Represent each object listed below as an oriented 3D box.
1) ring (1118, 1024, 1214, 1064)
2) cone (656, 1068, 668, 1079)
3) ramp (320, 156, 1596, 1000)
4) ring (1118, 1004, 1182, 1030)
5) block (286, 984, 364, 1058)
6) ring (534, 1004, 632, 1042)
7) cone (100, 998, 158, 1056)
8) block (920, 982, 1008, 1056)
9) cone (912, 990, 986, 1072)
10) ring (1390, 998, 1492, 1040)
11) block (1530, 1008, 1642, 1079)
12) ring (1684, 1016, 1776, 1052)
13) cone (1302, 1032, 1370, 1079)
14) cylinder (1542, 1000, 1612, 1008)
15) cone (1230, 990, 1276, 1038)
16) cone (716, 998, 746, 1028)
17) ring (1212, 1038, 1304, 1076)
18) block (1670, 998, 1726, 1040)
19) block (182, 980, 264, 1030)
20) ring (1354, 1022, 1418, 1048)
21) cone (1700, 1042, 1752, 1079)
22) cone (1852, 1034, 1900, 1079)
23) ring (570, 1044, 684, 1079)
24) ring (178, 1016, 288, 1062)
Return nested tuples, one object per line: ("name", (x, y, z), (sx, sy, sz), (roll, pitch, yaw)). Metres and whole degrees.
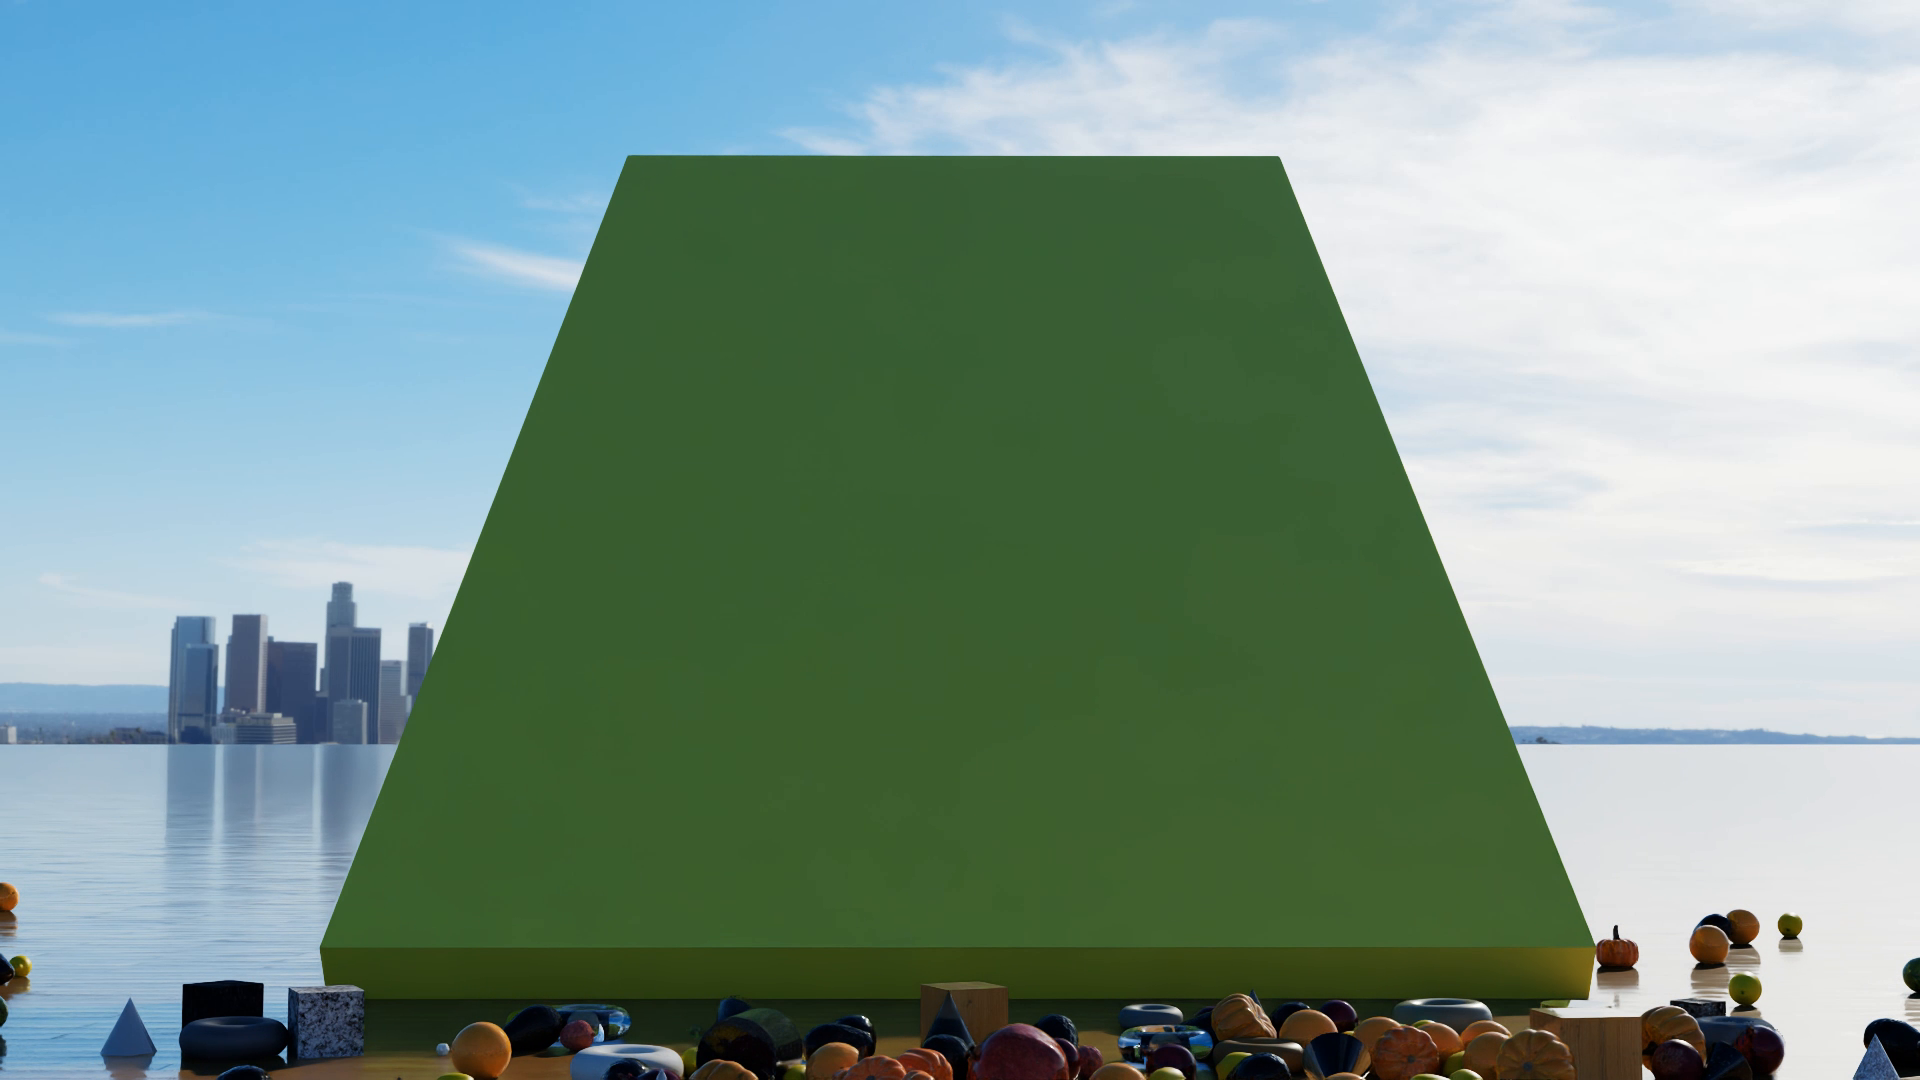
("ring", (0.263, 0.647, 3.039), (0.123, 0.041, 0.123), (-1, -5, 0))
("cone", (-0.298, 0.569, 2.366), (0.084, 0.084, 0.084), (0, -5, 0))
("ramp", (-0.011, -0.226, 5.518), (2.000, 0.100, 4.000), (0, 27, 0))
("ring", (0.271, 0.679, 3.371), (0.092, 0.031, 0.092), (0, -3, 0))
("block", (-0.832, 0.631, 3.111), (0.083, 0.083, 0.083), (2, -5, -25))
("ring", (-0.518, 0.664, 3.259), (0.132, 0.044, 0.132), (0, -6, 0))
("cone", (-1.094, 0.638, 3.125), (0.072, 0.072, 0.072), (0, -5, 0))
("block", (0.006, 0.630, 3.121), (0.087, 0.087, 0.087), (2, -5, -25))
("cone", (-0.014, 0.616, 2.992), (0.094, 0.094, 0.094), (0, -5, 0))
("ring", (0.669, 0.665, 3.296), (0.140, 0.047, 0.140), (-1, -5, 0))
("block", (0.723, 0.594, 2.739), (0.095, 0.095, 0.095), (1, -5, -8))
("ring", (1.023, 0.657, 3.153), (0.118, 0.039, 0.118), (-1, -5, 0))
("cone", (0.434, 0.623, 2.732), (0.080, 0.080, 0.080), (-1, 22, 9))
("cylinder", (0.761, 0.615, 2.924), (0.085, 0.085, 0.085), (0, -5, 0))
("cone", (0.408, 0.657, 3.305), (0.064, 0.064, 0.064), (0, -5, 0))
("cone", (-0.316, 0.666, 3.207), (0.066, 0.066, 0.066), (-2, 22, 24))
("ring", (0.371, 0.639, 2.933), (0.117, 0.039, 0.117), (1, -6, 0))
("block", (1.012, 0.658, 3.252), (0.053, 0.053, 0.053), (3, -6, -36))
("block", (-1.009, 0.646, 3.245), (0.076, 0.076, 0.076), (-4, -6, 38))
("ring", (0.572, 0.666, 3.184), (0.083, 0.028, 0.083), (1, -5, 0))
("cone", (0.887, 0.632, 2.791), (0.061, 0.061, 0.061), (-27, 8, -25))
("cone", (0.982, 0.577, 2.540), (0.096, 0.096, 0.096), (0, -5, 0))
("ring", (-0.395, 0.626, 2.810), (0.134, 0.045, 0.134), (1, -5, 0))
("ring", (-0.944, 0.648, 3.083), (0.137, 0.046, 0.137), (1, -4, 0))
